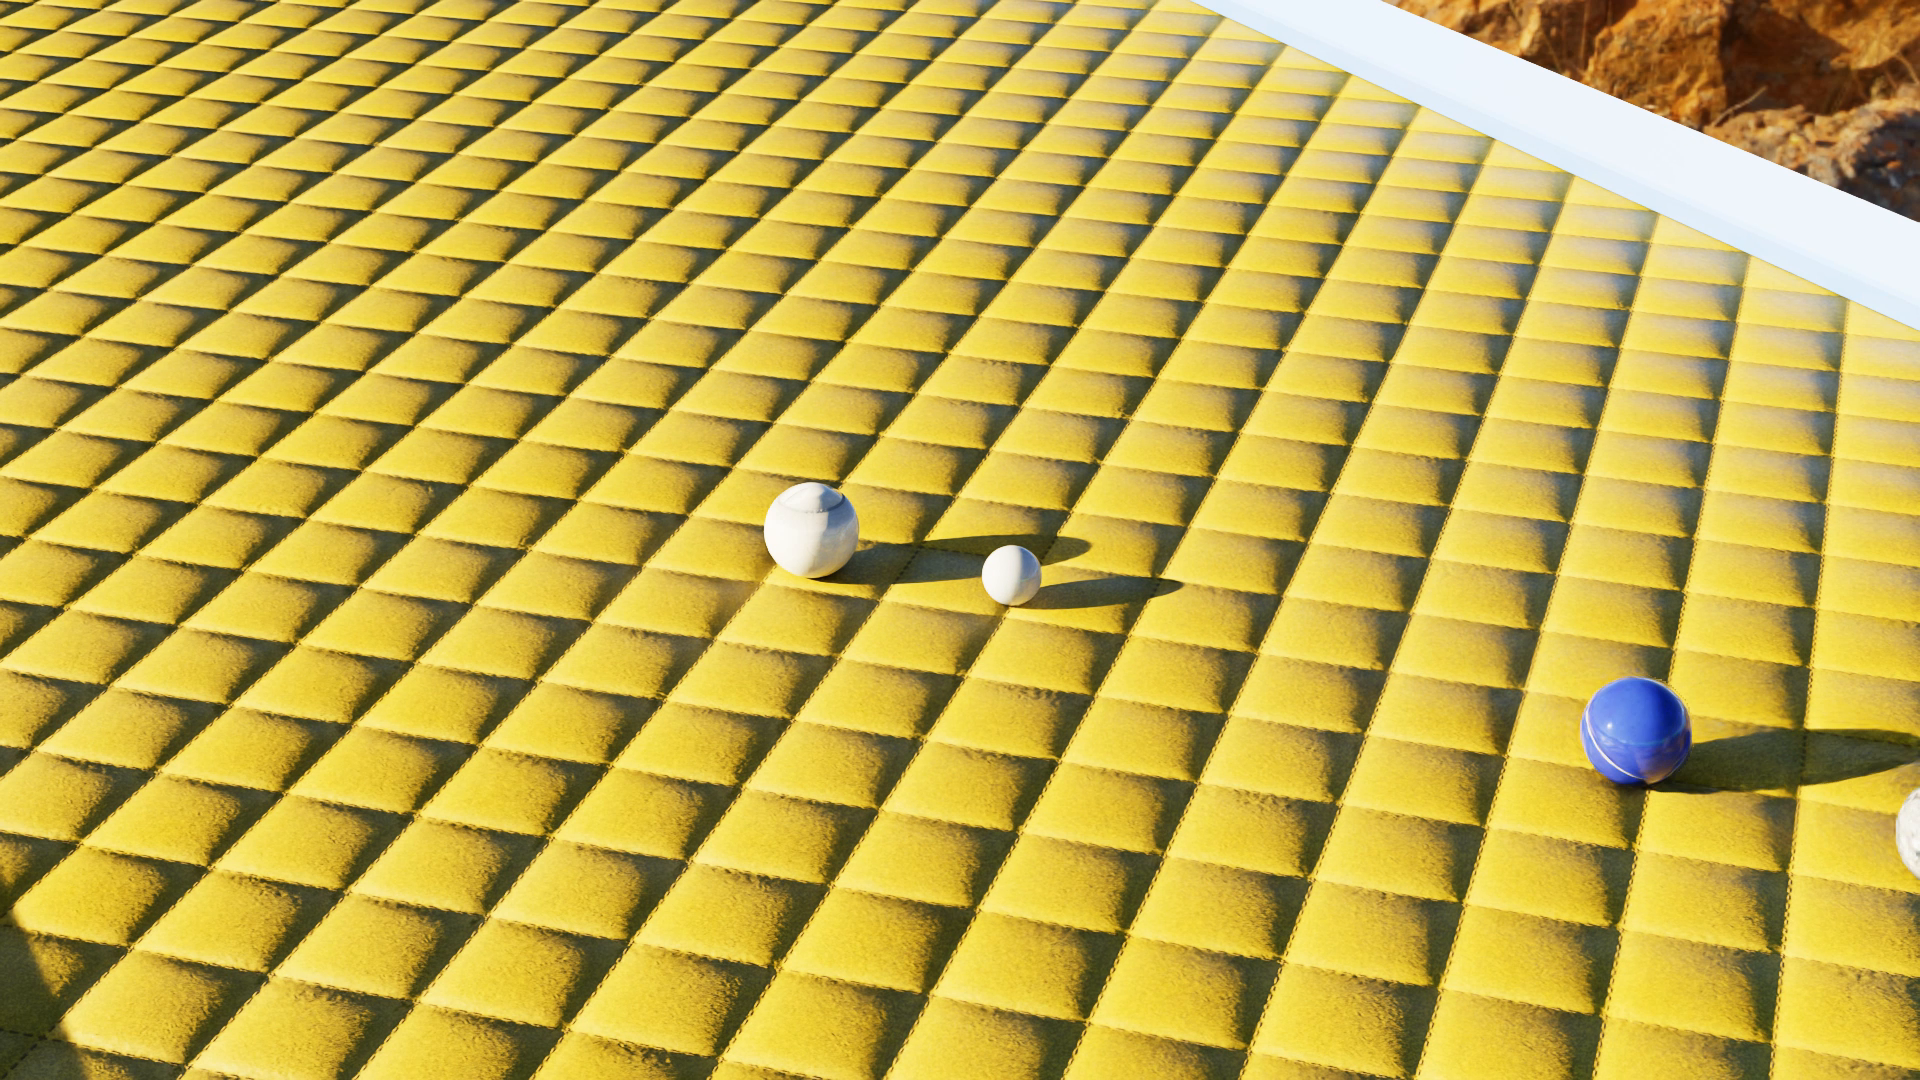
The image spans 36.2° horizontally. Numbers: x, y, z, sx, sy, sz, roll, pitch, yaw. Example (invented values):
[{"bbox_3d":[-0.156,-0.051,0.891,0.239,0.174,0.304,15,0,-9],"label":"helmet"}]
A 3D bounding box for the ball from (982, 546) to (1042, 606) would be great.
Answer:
[{"bbox_3d":[0.036,0.024,2.021,0.042,0.042,0.042,0,26,0],"label":"ball"}]

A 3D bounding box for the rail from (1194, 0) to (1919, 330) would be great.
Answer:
[{"bbox_3d":[0.399,-0.537,3.121,0.045,0.089,3.495,-13,29,-25],"label":"rail"}]

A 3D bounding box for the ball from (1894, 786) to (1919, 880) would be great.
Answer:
[{"bbox_3d":[0.573,0.169,1.691,0.069,0.069,0.069,0,26,0],"label":"ball"}]

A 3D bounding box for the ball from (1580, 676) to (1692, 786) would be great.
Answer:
[{"bbox_3d":[0.414,0.117,1.800,0.067,0.067,0.067,0,26,0],"label":"ball"}]

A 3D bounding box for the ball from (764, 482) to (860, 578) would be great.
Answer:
[{"bbox_3d":[-0.103,-0.007,2.056,0.067,0.067,0.067,0,26,0],"label":"ball"}]
